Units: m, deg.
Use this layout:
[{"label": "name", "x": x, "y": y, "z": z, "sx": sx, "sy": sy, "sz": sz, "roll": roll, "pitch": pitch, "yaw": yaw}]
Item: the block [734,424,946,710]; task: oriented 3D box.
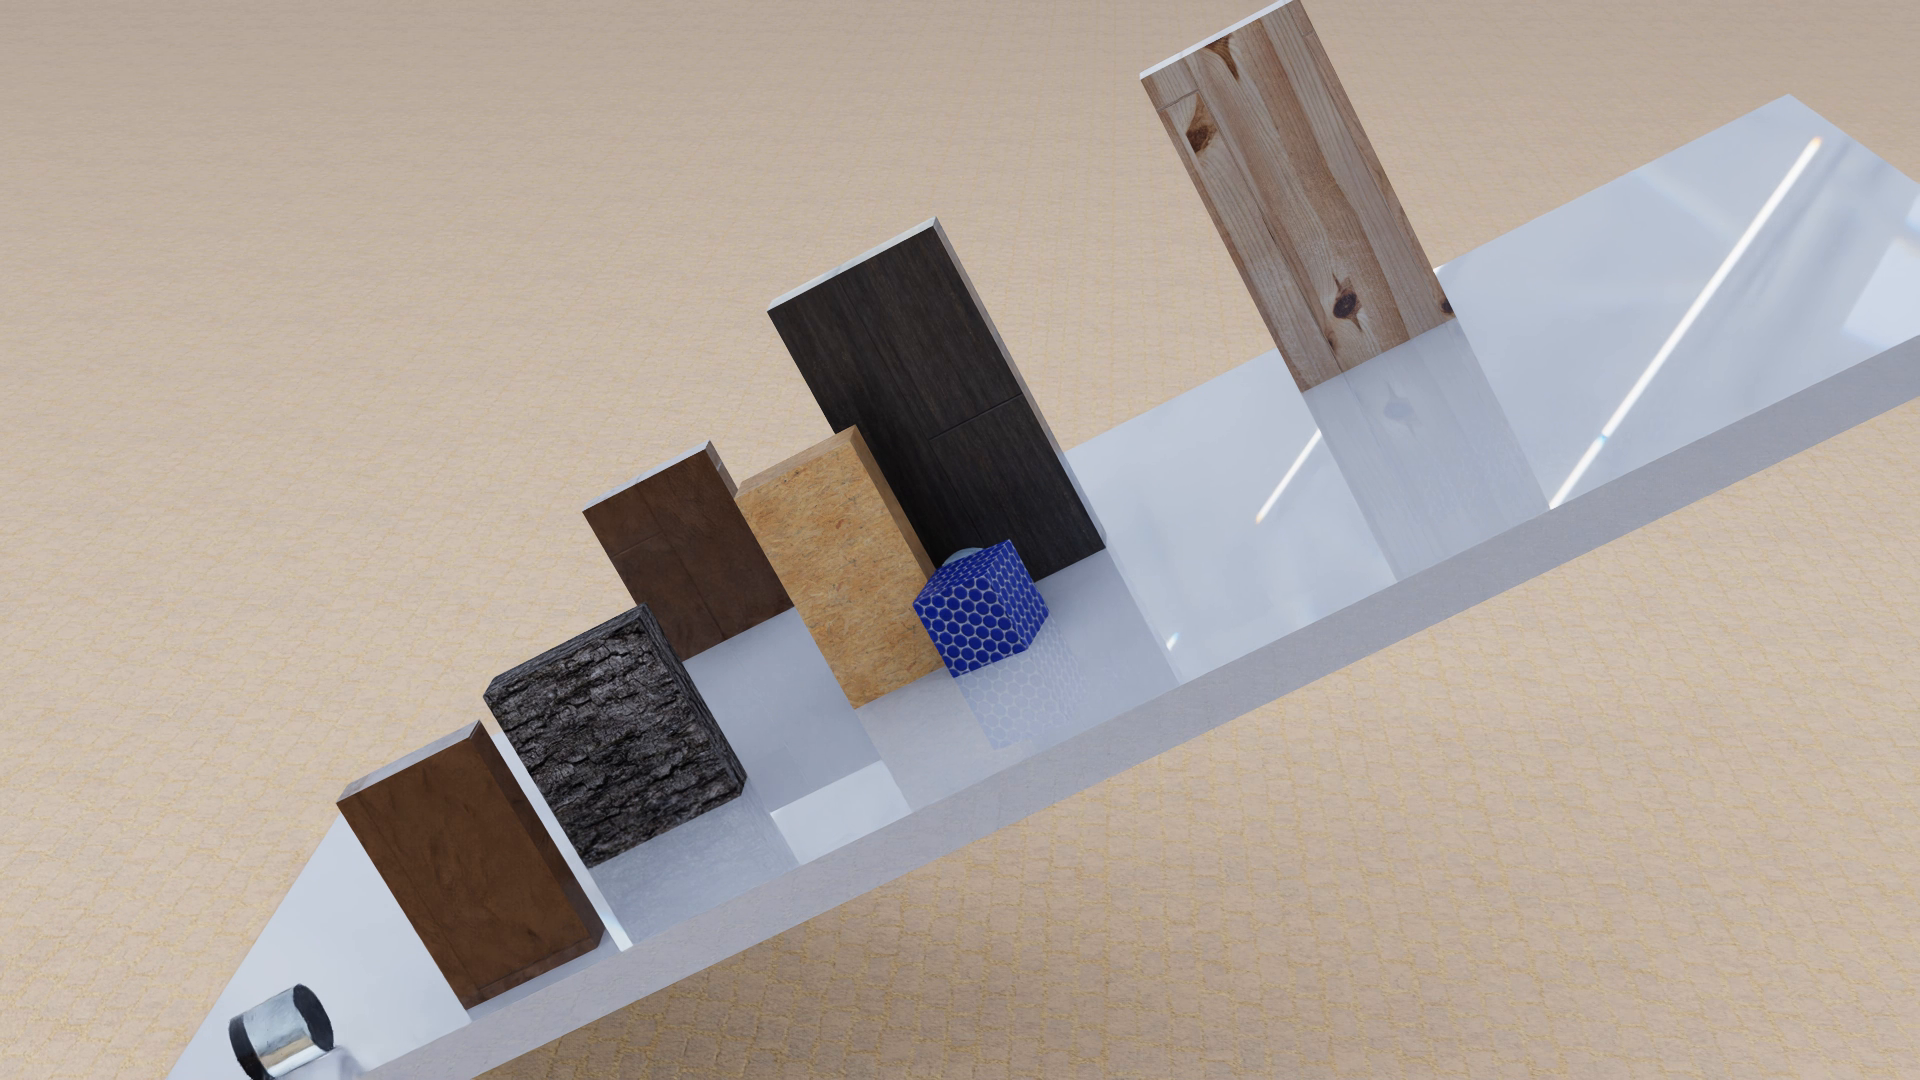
[{"label": "block", "x": -0.218, "y": 0.057, "z": 6.095, "sx": 0.270, "sy": 0.513, "sz": 0.131, "roll": -26, "pitch": 14, "yaw": 11}]

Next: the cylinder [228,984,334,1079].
[{"label": "cylinder", "x": -1.337, "y": 0.974, "z": 5.795, "sx": 0.147, "sy": 0.147, "sz": 0.147, "roll": -27, "pitch": 16, "yaw": 6}]

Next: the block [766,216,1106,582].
[{"label": "block", "x": -0.044, "y": -0.247, "z": 6.266, "sx": 0.396, "sy": 0.785, "sz": 0.107, "roll": -26, "pitch": 14, "yaw": 11}]

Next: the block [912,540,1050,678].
[{"label": "block", "x": 0.044, "y": 0.139, "z": 5.990, "sx": 0.178, "sy": 0.178, "sz": 0.178, "roll": -22, "pitch": 15, "yaw": 25}]

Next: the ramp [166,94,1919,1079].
[{"label": "ramp", "x": 0.141, "y": 0.167, "z": 6.281, "sx": 4.000, "sy": 0.100, "sz": 2.000, "roll": -26, "pitch": 14, "yaw": 11}]

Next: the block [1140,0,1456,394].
[{"label": "block", "x": 0.751, "y": -0.765, "z": 6.529, "sx": 0.383, "sy": 0.795, "sz": 0.097, "roll": -26, "pitch": 14, "yaw": 11}]

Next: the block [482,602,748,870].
[{"label": "block", "x": -0.701, "y": 0.401, "z": 6.005, "sx": 0.363, "sy": 0.424, "sz": 0.114, "roll": -26, "pitch": 14, "yaw": 11}]

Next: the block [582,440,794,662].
[{"label": "block", "x": -0.656, "y": 0.033, "z": 7.176, "sx": 0.344, "sy": 0.447, "sz": 0.088, "roll": -26, "pitch": 14, "yaw": 11}]

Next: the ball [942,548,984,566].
[{"label": "ball", "x": 0.029, "y": 0.093, "z": 6.230, "sx": 0.155, "sy": 0.155, "sz": 0.155, "roll": 0, "pitch": 17, "yaw": 0}]

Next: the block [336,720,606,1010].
[{"label": "block", "x": -0.922, "y": 0.616, "z": 5.562, "sx": 0.293, "sy": 0.477, "sz": 0.094, "roll": -26, "pitch": 14, "yaw": 11}]
